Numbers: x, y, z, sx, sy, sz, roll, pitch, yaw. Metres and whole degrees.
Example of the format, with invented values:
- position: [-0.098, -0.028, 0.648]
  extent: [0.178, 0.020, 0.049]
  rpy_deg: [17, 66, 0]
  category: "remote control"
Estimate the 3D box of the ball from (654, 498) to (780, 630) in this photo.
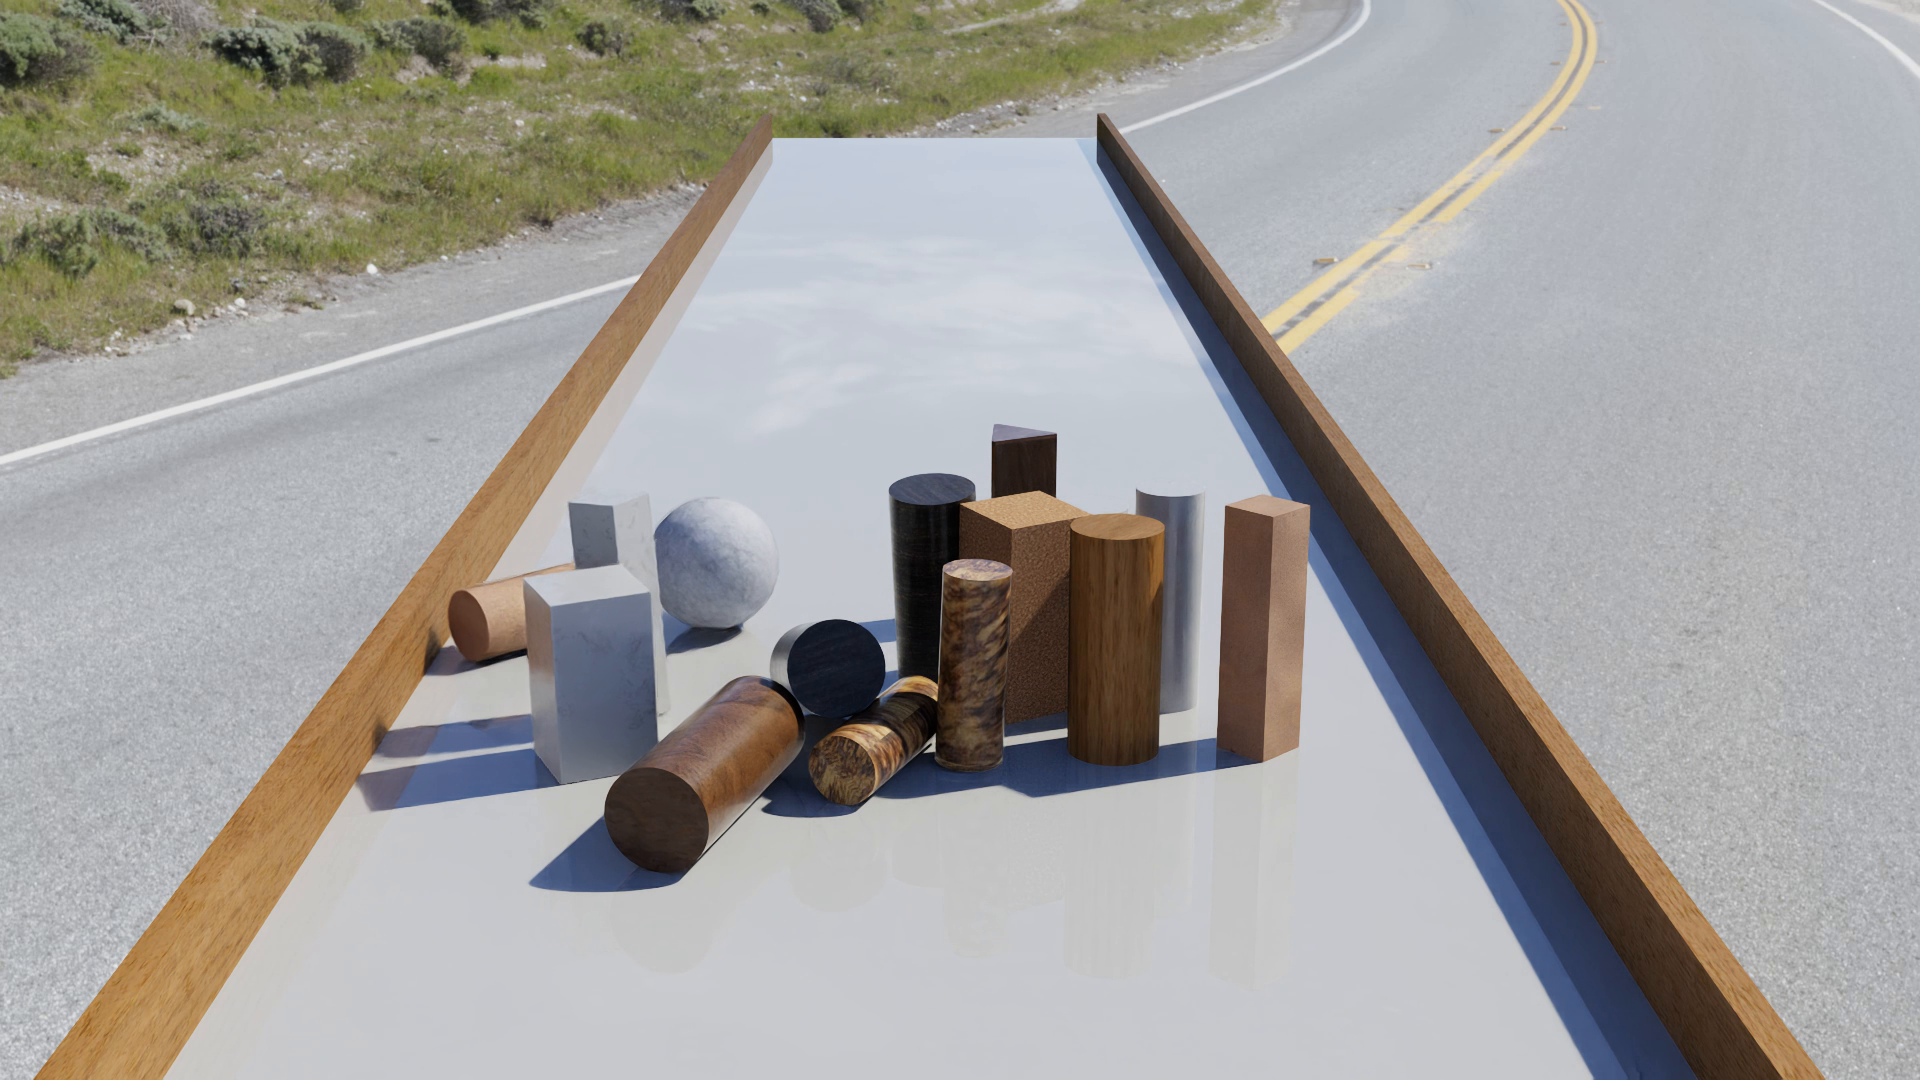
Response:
- position: [-0.514, 0.049, 4.577]
  extent: [0.276, 0.276, 0.276]
  rpy_deg: [0, 17, 0]
  category: "ball"

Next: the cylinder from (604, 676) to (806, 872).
- position: [-0.414, 0.379, 3.639]
  extent: [0.178, 0.178, 0.433]
  rpy_deg: [5, 17, 16]
  category: "cylinder"

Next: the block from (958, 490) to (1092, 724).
- position: [0.119, 0.124, 4.133]
  extent: [0.178, 0.381, 0.178]
  rpy_deg: [-10, 21, -30]
  category: "block"

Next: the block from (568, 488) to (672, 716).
- position: [-0.627, 0.124, 4.062]
  extent: [0.105, 0.419, 0.105]
  rpy_deg: [5, 17, 30]
  category: "block"

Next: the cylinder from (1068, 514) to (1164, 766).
- position: [0.275, 0.176, 3.903]
  extent: [0.165, 0.417, 0.165]
  rpy_deg: [0, 17, 0]
  category: "cylinder"

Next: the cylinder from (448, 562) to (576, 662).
- position: [-0.851, 0.135, 4.515]
  extent: [0.147, 0.147, 0.369]
  rpy_deg: [16, 23, 42]
  category: "cylinder"

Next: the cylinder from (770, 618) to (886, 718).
- position: [-0.243, 0.231, 3.963]
  extent: [0.171, 0.171, 0.350]
  rpy_deg: [-3, -3, -10]
  category: "cylinder"

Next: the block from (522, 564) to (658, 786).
- position: [-0.648, 0.234, 3.866]
  extent: [0.177, 0.326, 0.177]
  rpy_deg: [-8, 18, -24]
  category: "block"

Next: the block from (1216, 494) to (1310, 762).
- position: [0.538, 0.156, 3.906]
  extent: [0.105, 0.453, 0.105]
  rpy_deg: [-16, 23, -42]
  category: "block"

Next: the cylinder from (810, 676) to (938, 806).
- position: [-0.137, 0.346, 3.844]
  extent: [0.125, 0.125, 0.320]
  rpy_deg: [7, 18, 22]
  category: "cylinder"

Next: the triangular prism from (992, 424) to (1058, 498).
- position: [0.105, -0.034, 4.634]
  extent: [0.151, 0.404, 0.131]
  rpy_deg: [-8, 18, -26]
  category: "triangular prism"

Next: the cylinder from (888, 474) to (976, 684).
- position: [-0.046, 0.083, 4.233]
  extent: [0.165, 0.391, 0.165]
  rpy_deg: [-2, 23, 1]
  category: "cylinder"

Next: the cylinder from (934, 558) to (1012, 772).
- position: [0.023, 0.220, 3.859]
  extent: [0.121, 0.353, 0.121]
  rpy_deg: [2, 17, -1]
  category: "cylinder"

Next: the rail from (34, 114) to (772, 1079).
- position: [-1.118, -0.838, 7.780]
  extent: [0.050, 0.150, 12.000]
  rpy_deg: [0, 17, -1]
  category: "rail"

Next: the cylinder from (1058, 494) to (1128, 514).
- position: [0.255, 0.086, 4.370]
  extent: [0.154, 0.323, 0.154]
  rpy_deg: [0, 17, 0]
  category: "cylinder"

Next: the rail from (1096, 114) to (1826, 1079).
- position: [0.932, -0.844, 7.801]
  extent: [0.050, 0.150, 12.000]
  rpy_deg: [0, 17, -1]
  category: "rail"

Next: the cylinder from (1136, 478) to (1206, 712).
- position: [0.390, 0.104, 4.135]
  extent: [0.129, 0.422, 0.129]
  rpy_deg: [0, 17, 0]
  category: "cylinder"
